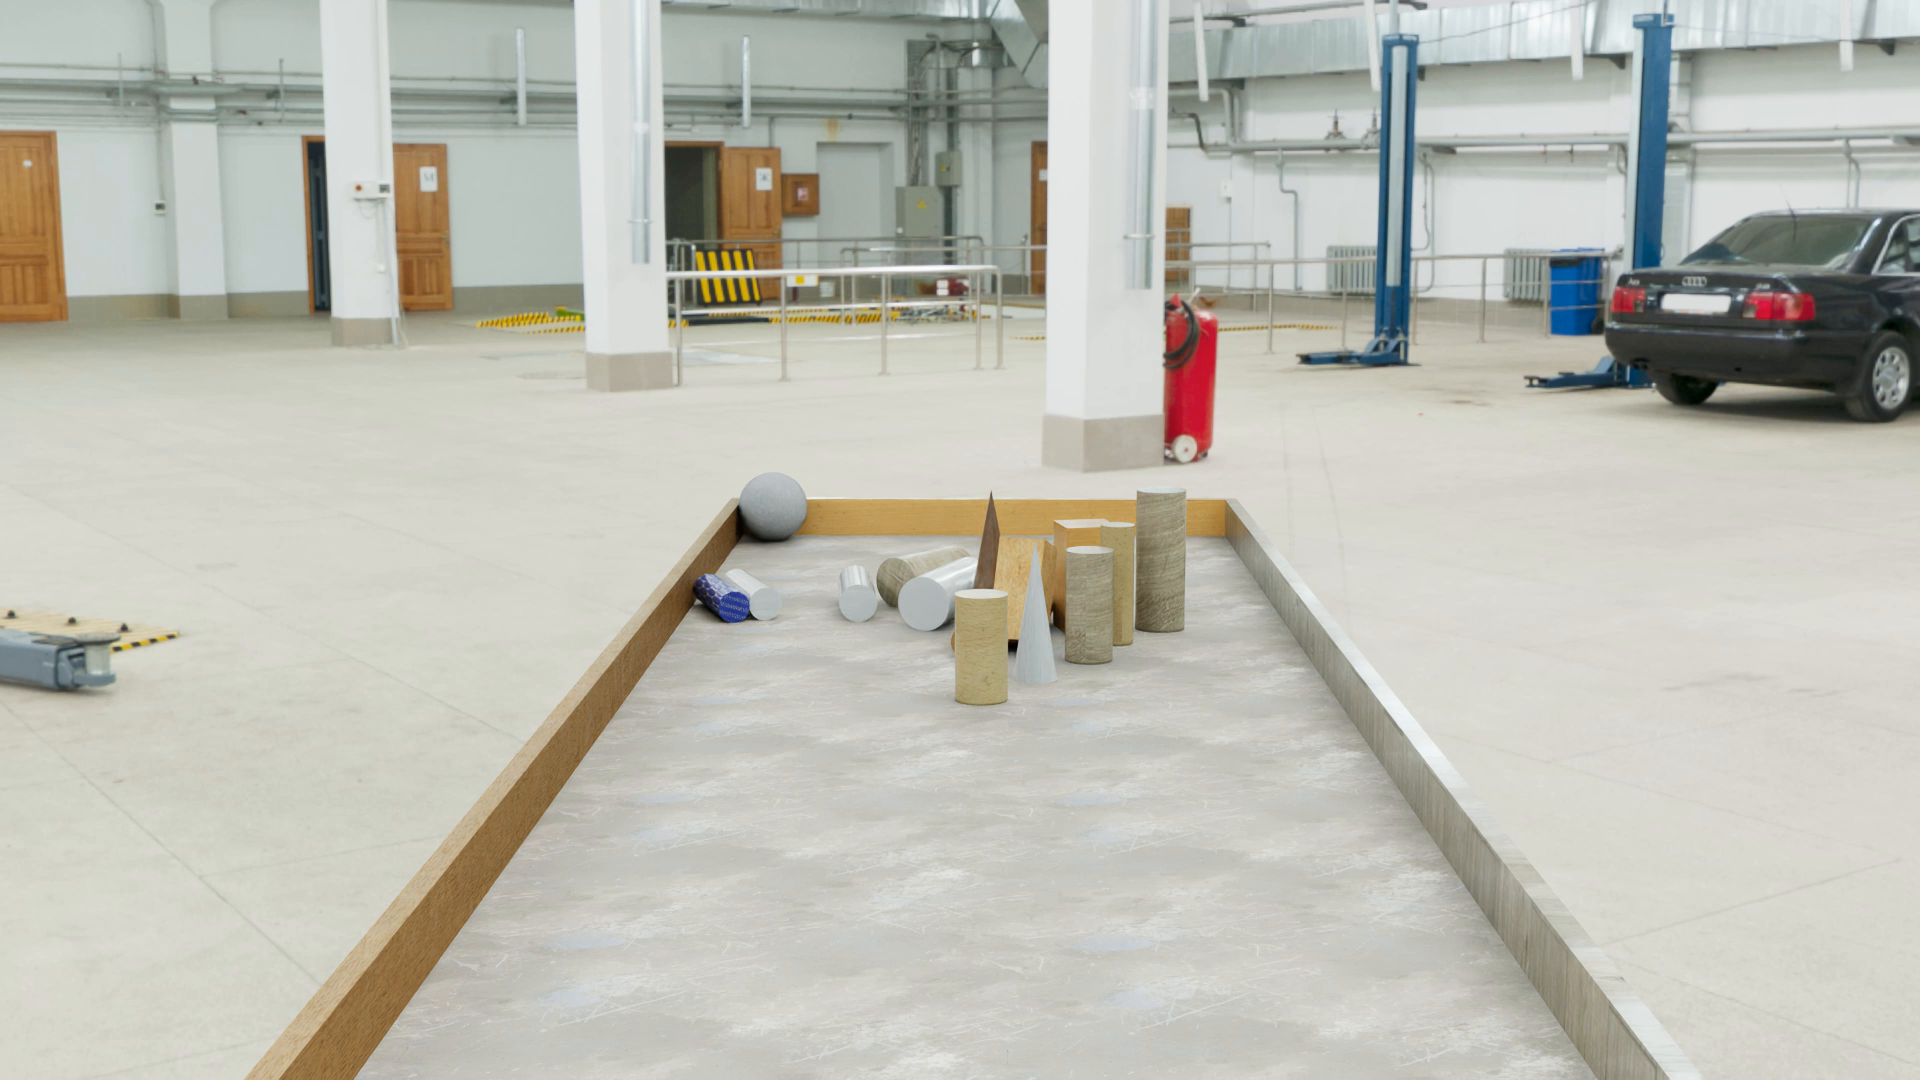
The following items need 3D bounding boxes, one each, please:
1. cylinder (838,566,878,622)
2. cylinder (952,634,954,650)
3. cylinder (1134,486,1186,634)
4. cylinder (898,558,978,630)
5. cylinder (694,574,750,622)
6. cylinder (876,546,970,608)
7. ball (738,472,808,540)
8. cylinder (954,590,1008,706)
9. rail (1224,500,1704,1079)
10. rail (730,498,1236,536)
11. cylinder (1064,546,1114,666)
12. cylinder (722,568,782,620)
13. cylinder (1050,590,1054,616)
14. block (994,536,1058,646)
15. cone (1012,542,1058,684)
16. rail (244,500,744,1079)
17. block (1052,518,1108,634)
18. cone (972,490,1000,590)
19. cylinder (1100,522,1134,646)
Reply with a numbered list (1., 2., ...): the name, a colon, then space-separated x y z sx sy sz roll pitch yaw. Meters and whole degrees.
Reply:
1. cylinder: -0.351 0.180 7.475 0.126 0.126 0.380 -1 9 -4
2. cylinder: 0.042 0.289 6.863 0.101 0.101 0.309 1 9 7
3. cylinder: 0.652 0.063 7.153 0.162 0.457 0.162 0 9 0
4. cylinder: -0.045 0.177 7.323 0.179 0.179 0.414 3 10 21
5. cylinder: -0.809 0.195 7.443 0.105 0.105 0.372 -3 10 -20
6. cylinder: -0.119 0.125 7.665 0.173 0.173 0.336 7 11 37
7. ball: -0.763 -0.137 8.975 0.281 0.281 0.281 0 9 0
8. cylinder: 0.060 0.299 6.155 0.149 0.302 0.149 0 9 0
9. rail: 1.046 0.843 3.208 0.050 0.150 12.000 0 9 1
10. rail: 0.099 -0.098 9.147 2.100 0.150 0.050 0 9 1
11. cylinder: 0.392 0.198 6.675 0.146 0.340 0.146 0 9 0
12. cylinder: -0.713 0.184 7.494 0.111 0.111 0.392 -3 10 -20
13. cylinder: 0.245 0.229 7.210 0.112 0.112 0.361 1 9 7
14. block: 0.197 0.164 6.855 0.146 0.318 0.146 3 -11 19
15. cone: 0.219 0.201 6.411 0.132 0.417 0.132 0 9 0
16. rail: -1.004 0.839 3.234 0.050 0.150 12.000 0 9 1
17. block: 0.409 0.117 7.166 0.172 0.346 0.172 -2 9 -12
18. cone: 0.104 0.052 7.231 0.173 0.449 0.173 -1 11 0
19. cylinder: 0.494 0.139 6.925 0.108 0.379 0.108 0 9 0
